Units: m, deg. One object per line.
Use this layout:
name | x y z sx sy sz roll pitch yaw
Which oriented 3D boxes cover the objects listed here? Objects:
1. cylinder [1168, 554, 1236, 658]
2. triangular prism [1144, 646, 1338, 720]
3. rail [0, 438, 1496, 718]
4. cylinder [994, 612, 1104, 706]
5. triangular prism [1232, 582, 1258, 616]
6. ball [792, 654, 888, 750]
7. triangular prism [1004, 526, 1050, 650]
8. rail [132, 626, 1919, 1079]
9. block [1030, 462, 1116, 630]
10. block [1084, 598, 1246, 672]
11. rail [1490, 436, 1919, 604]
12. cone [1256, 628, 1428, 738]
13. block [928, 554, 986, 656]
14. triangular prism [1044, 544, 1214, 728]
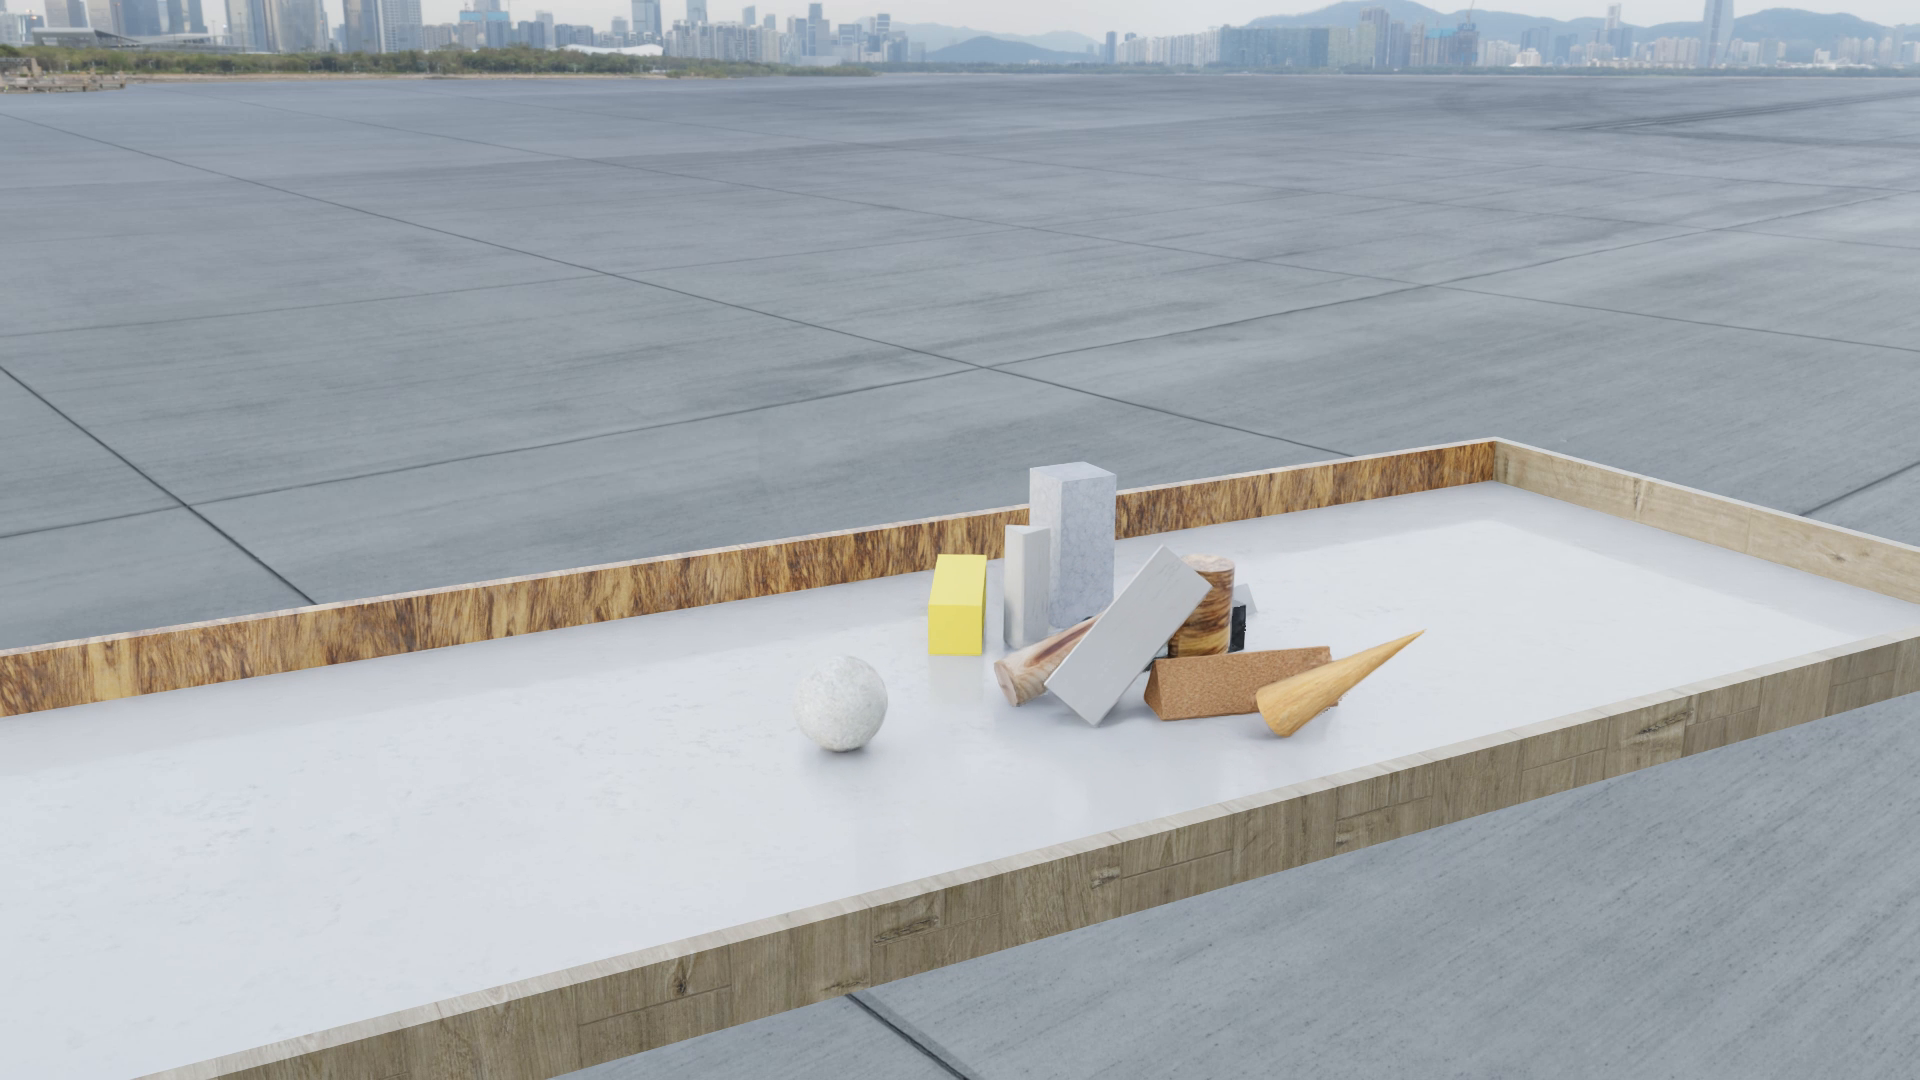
cylinder | 0.596 0.205 4.096 0.151 0.311 0.151 2 16 0
triangular prism | 0.681 0.332 3.990 0.446 0.126 0.145 -4 16 -12
rail | -3.305 0.497 3.399 12.000 0.150 0.050 -9 18 -27
cylinder | 0.302 0.263 4.038 0.436 0.116 0.116 -23 23 -16
triangular prism | 0.662 0.190 4.560 0.373 0.079 0.091 -12 21 -36
ball | -0.270 0.367 3.726 0.215 0.215 0.215 0 16 0
triangular prism | 0.160 0.122 4.376 0.103 0.315 0.119 10 16 37
rail | -2.336 1.006 1.665 12.000 0.150 0.050 -9 18 -27
block | 0.309 0.013 4.571 0.172 0.418 0.172 -8 18 -26
block | 0.534 0.245 4.297 0.430 0.126 0.126 -9 19 -29
rail | 2.466 -0.048 5.253 0.050 0.150 2.100 -9 18 -27
cone | 0.876 0.294 3.706 0.428 0.129 0.129 -35 -4 32
block | -0.003 0.172 4.523 0.138 0.138 0.452 1 16 2
triangular prism | 0.400 0.228 3.930 0.154 0.431 0.134 40 -1 5
